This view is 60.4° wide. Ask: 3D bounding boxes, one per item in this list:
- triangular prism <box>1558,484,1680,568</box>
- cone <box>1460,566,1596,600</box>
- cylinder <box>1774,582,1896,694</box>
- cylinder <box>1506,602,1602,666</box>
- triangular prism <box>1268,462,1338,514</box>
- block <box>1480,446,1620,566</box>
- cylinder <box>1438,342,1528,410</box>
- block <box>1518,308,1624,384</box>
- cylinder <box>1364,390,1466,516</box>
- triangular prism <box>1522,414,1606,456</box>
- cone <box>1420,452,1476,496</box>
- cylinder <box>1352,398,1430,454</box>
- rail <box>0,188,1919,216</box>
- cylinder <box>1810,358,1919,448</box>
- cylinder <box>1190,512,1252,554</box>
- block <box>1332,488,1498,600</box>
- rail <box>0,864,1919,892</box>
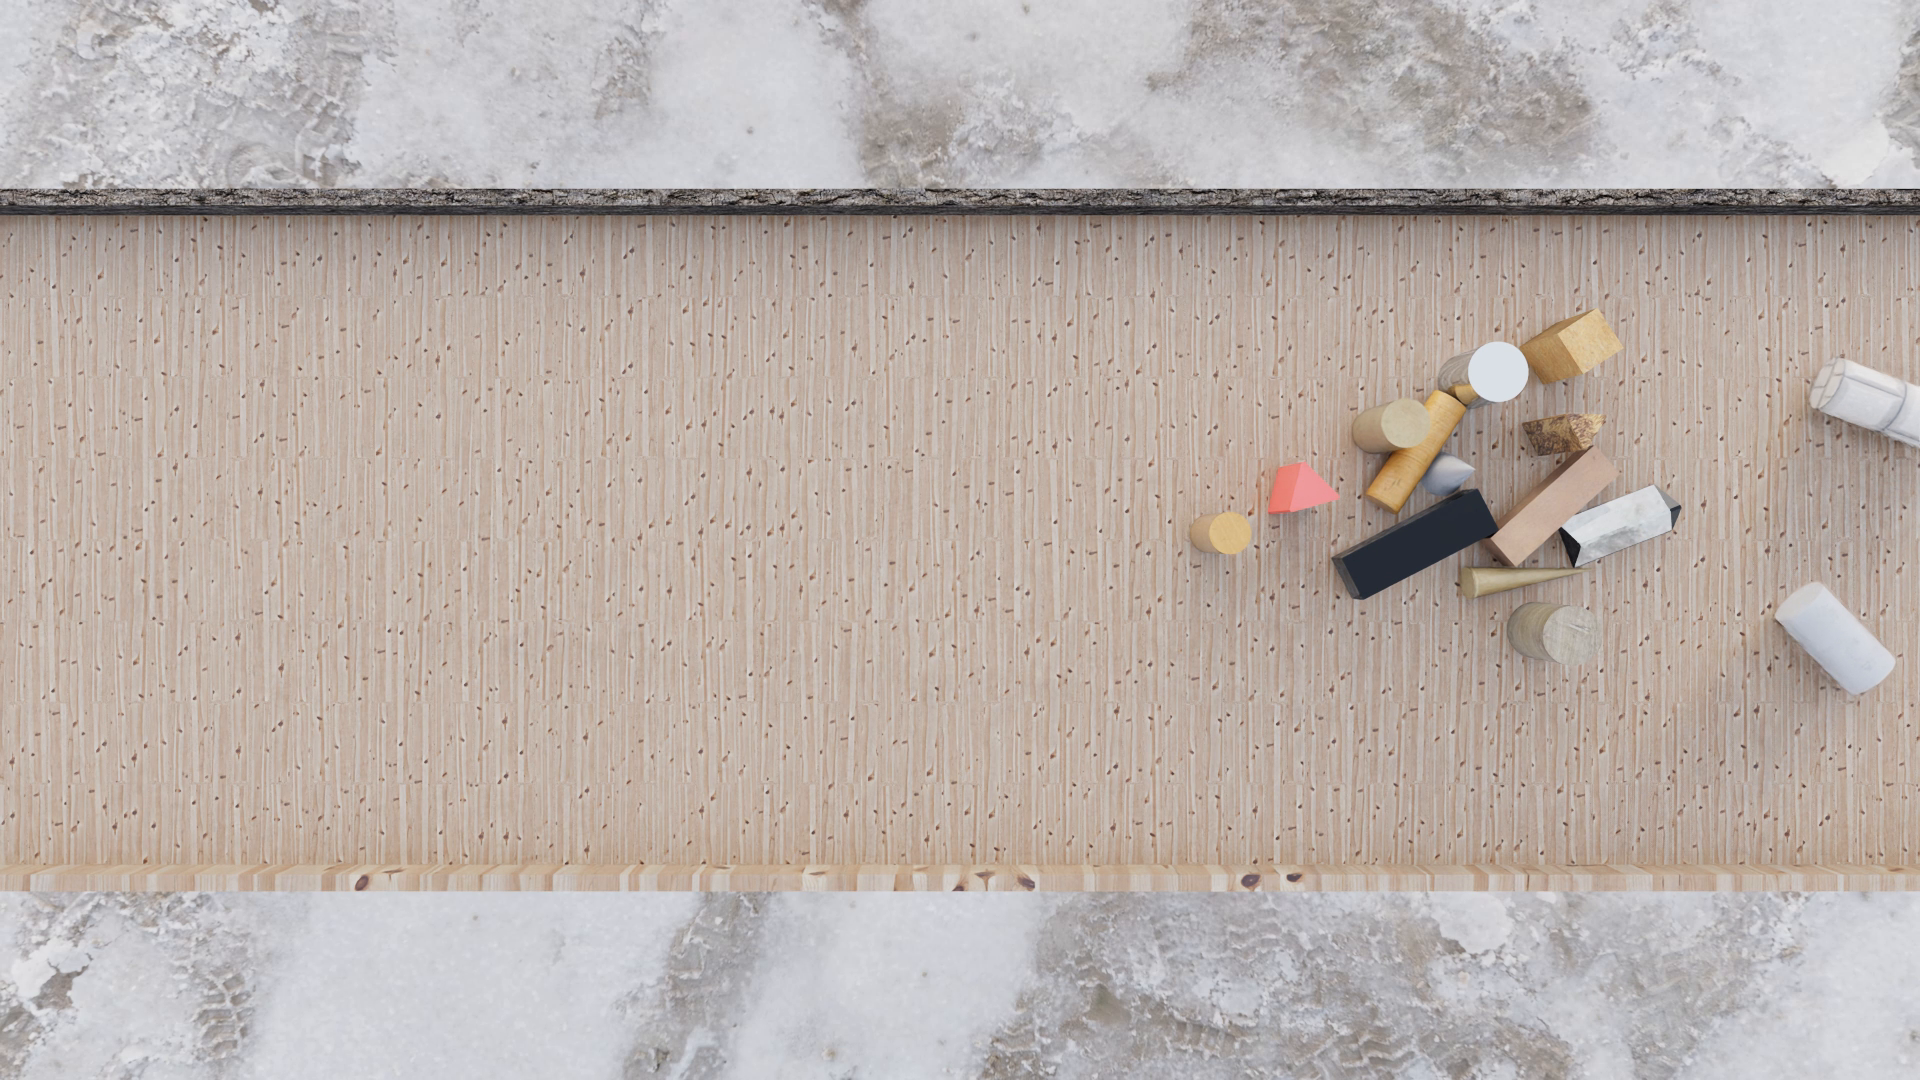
[{"bbox_3d":[2.011,-0.043,5.008,0.323,0.131,0.151,-21,90,0],"label":"triangular prism"},{"bbox_3d":[1.755,0.110,5.051,0.424,0.101,0.101,-6,90,-7],"label":"cone"},{"bbox_3d":[2.647,0.297,4.994,0.166,0.166,0.312,-44,90,0],"label":"cylinder"},{"bbox_3d":[1.769,0.277,4.920,0.173,0.314,0.173,0,90,0],"label":"cylinder"},{"bbox_3d":[1.003,-0.163,4.908,0.147,0.337,0.127,-15,90,0],"label":"triangular prism"},{"bbox_3d":[1.791,-0.102,5.019,0.421,0.116,0.116,-42,90,0],"label":"block"},{"bbox_3d":[1.557,-0.487,4.923,0.174,0.307,0.174,0,90,0],"label":"cylinder"},{"bbox_3d":[1.815,-0.573,4.912,0.138,0.329,0.138,-33,90,0],"label":"block"},{"bbox_3d":[1.386,-0.266,5.019,0.116,0.116,0.379,34,90,0],"label":"cylinder"},{"bbox_3d":[1.772,-0.332,4.890,0.099,0.372,0.114,32,90,0],"label":"triangular prism"},{"bbox_3d":[1.483,-0.203,4.910,0.137,0.333,0.137,0,90,0],"label":"cone"},{"bbox_3d":[1.278,-0.335,4.901,0.143,0.350,0.143,0,90,0],"label":"cylinder"},{"bbox_3d":[-2.247,-1.025,5.002,12.000,0.150,0.050,0,90,0],"label":"rail"},{"bbox_3d":[2.808,-0.406,4.993,0.394,0.167,0.167,20,90,0],"label":"cylinder"},{"bbox_3d":[0.767,-0.019,4.879,0.120,0.396,0.120,0,90,0],"label":"cylinder"},{"bbox_3d":[1.378,0.013,5.006,0.458,0.141,0.141,-27,90,0],"label":"block"},{"bbox_3d":[-2.247,1.025,5.001,12.000,0.150,0.050,0,90,0],"label":"rail"}]
